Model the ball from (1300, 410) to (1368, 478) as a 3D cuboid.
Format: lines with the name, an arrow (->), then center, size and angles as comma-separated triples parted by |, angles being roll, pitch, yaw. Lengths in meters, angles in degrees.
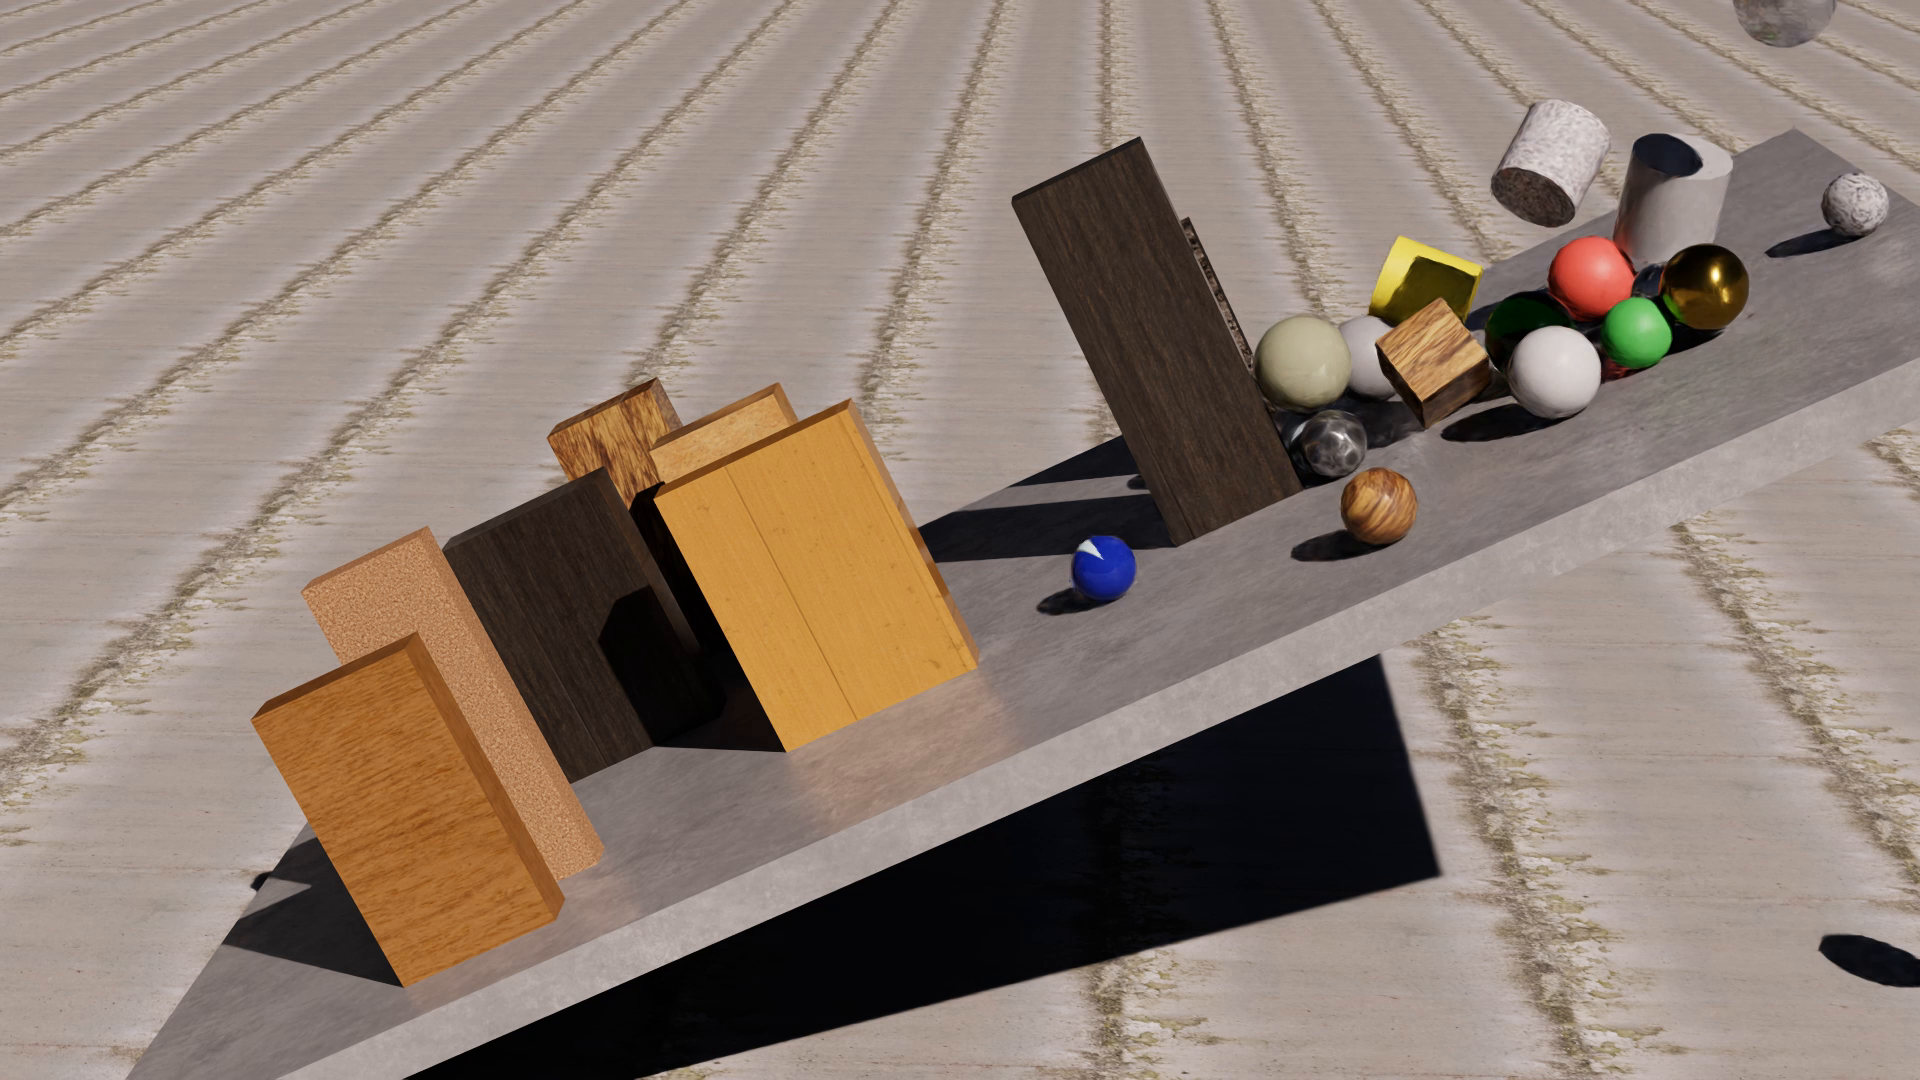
ball -> 0.758, -0.197, 5.967 | 0.138, 0.138, 0.138 | 0, 16, 0

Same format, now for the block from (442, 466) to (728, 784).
block -> -0.830, 0.192, 6.513 | 0.389, 0.596, 0.126 | -24, 13, 9

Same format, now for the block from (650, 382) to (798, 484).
block -> -0.429, -0.032, 6.673 | 0.312, 0.563, 0.121 | -24, 13, 9

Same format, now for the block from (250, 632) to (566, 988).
block -> -1.060, 0.522, 5.671 | 0.336, 0.608, 0.110 | -24, 13, 9

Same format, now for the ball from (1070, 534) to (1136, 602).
ball -> 0.288, 0.057, 5.909 | 0.134, 0.134, 0.134 | 0, 16, 0

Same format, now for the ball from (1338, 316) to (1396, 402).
ball -> 0.881, -0.390, 6.359 | 0.188, 0.188, 0.188 | 0, 16, 0

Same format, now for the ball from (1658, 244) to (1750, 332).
ball -> 1.427, -0.484, 5.640 | 0.169, 0.169, 0.169 | 0, 16, 0

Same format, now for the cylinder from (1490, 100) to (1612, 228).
cylinder -> 1.178, -0.751, 5.862 | 0.179, 0.179, 0.179 | 13, 63, 38

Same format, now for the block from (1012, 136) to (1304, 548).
block -> 0.404, -0.399, 5.985 | 0.285, 0.790, 0.088 | -24, 13, 9

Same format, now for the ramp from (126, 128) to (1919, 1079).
ramp -> 0.137, 0.168, 6.282 | 4.000, 0.100, 2.000 | -24, 13, 9

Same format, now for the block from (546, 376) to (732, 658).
block -> -0.704, -0.033, 7.019 | 0.274, 0.646, 0.134 | -24, 13, 9

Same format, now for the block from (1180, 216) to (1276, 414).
block -> 0.471, -0.446, 6.730 | 0.337, 0.471, 0.141 | -24, 13, 9

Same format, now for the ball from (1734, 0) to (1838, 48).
ball -> 1.555, -1.023, 5.538 | 0.190, 0.190, 0.190 | 0, 16, 0

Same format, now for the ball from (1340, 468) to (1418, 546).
ball -> 0.771, -0.062, 5.416 | 0.143, 0.143, 0.143 | 0, 16, 0

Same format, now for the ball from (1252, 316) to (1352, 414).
ball -> 0.703, -0.359, 6.038 | 0.203, 0.203, 0.203 | 0, 16, 0

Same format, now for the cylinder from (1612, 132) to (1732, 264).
cylinder -> 1.464, -0.699, 6.049 | 0.204, 0.204, 0.204 | 4, 35, -3

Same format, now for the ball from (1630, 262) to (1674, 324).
ball -> 1.404, -0.492, 5.885 | 0.126, 0.126, 0.126 | 0, 16, 0

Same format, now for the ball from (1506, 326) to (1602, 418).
ball -> 1.137, -0.321, 5.628 | 0.178, 0.178, 0.178 | 0, 16, 0

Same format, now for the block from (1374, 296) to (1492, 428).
block -> 0.960, -0.358, 5.962 | 0.161, 0.161, 0.161 | -34, -22, 0

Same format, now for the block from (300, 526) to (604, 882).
block -> -1.005, 0.363, 5.859 | 0.265, 0.751, 0.083 | -24, 13, 9

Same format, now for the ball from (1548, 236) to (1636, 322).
ball -> 1.316, -0.543, 6.128 | 0.179, 0.179, 0.179 | 0, 16, 0

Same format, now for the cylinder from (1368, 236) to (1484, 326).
cylinder -> 1.023, -0.544, 6.463 | 0.194, 0.194, 0.194 | 22, 21, 11

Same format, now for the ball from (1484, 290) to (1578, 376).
ball -> 1.150, -0.410, 5.925 | 0.186, 0.186, 0.186 | 0, 16, 0

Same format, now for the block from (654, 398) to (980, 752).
block -> -0.285, 0.074, 5.937 | 0.432, 0.591, 0.100 | -24, 13, 9

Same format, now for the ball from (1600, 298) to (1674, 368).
ball -> 1.309, -0.400, 5.690 | 0.138, 0.138, 0.138 | 0, 16, 0

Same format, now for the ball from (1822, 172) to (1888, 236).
ball -> 1.775, -0.665, 5.832 | 0.127, 0.127, 0.127 | 0, 16, 0
